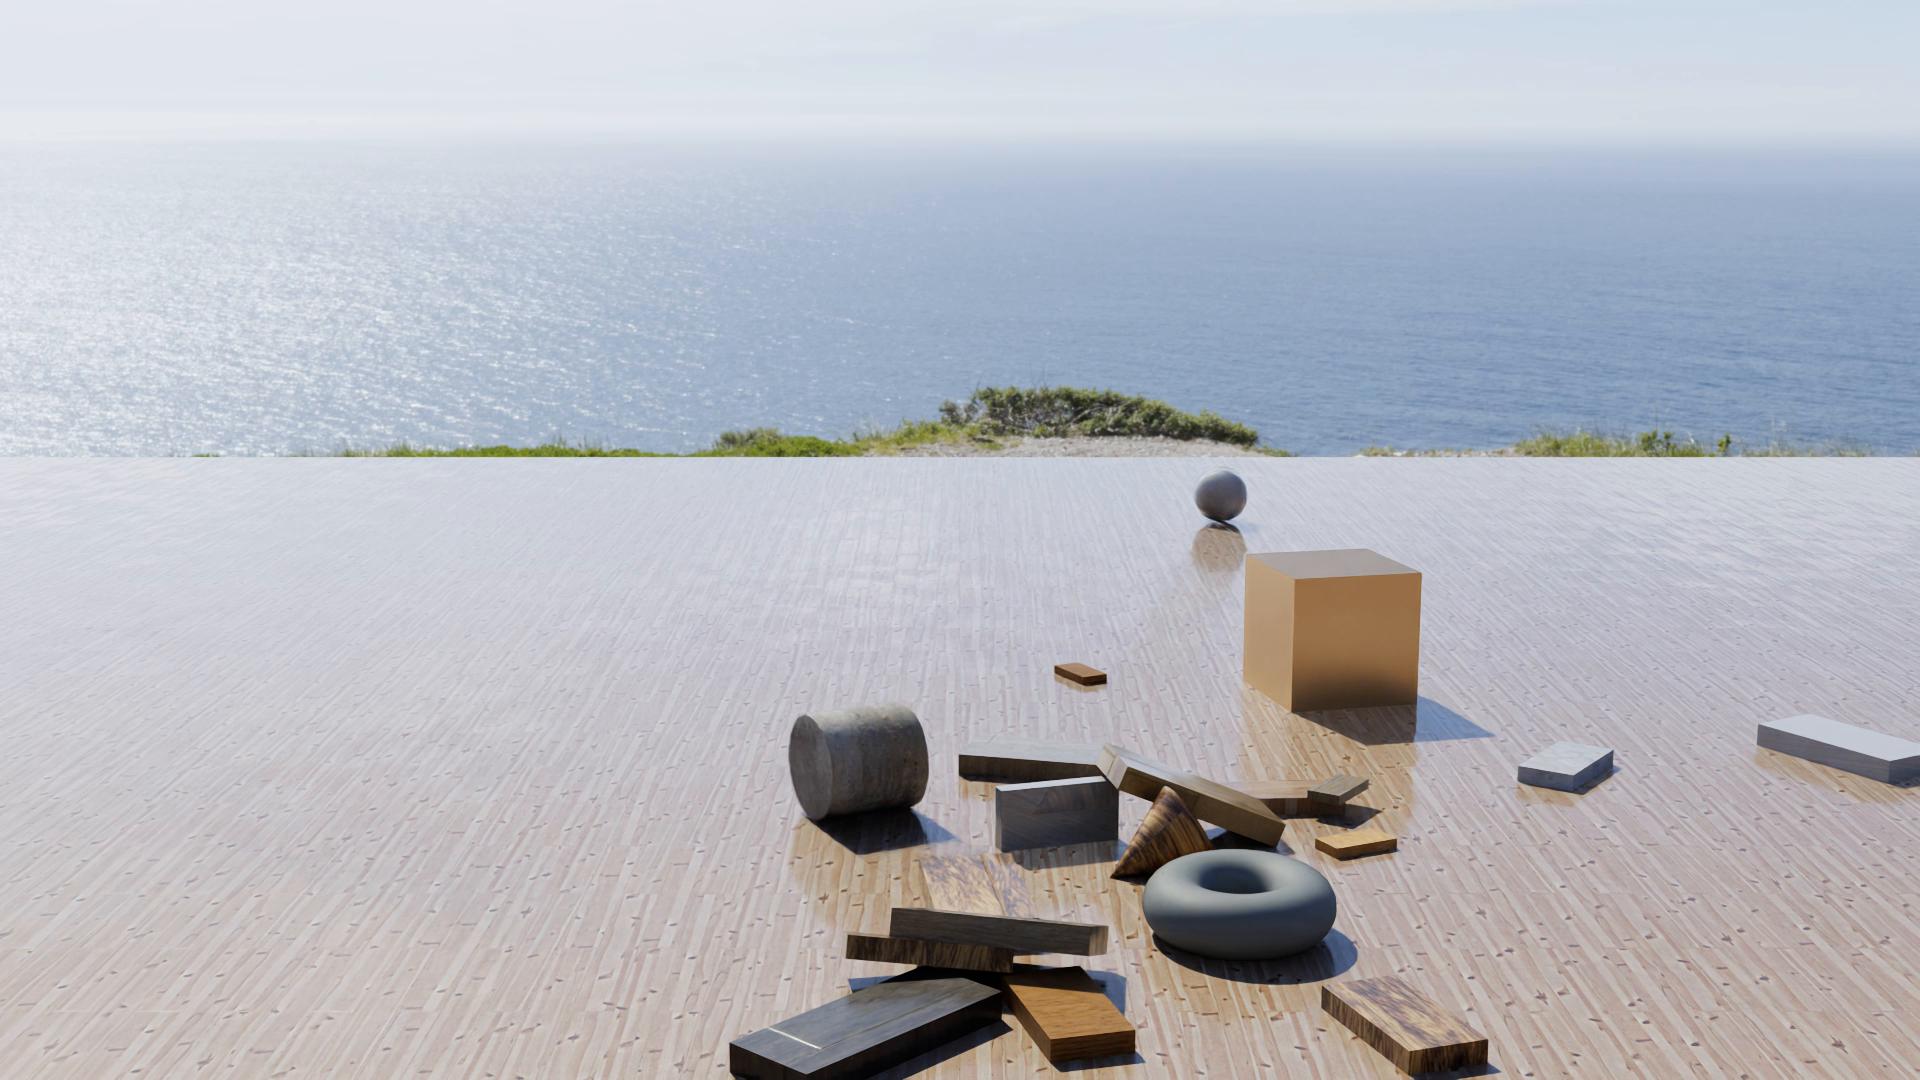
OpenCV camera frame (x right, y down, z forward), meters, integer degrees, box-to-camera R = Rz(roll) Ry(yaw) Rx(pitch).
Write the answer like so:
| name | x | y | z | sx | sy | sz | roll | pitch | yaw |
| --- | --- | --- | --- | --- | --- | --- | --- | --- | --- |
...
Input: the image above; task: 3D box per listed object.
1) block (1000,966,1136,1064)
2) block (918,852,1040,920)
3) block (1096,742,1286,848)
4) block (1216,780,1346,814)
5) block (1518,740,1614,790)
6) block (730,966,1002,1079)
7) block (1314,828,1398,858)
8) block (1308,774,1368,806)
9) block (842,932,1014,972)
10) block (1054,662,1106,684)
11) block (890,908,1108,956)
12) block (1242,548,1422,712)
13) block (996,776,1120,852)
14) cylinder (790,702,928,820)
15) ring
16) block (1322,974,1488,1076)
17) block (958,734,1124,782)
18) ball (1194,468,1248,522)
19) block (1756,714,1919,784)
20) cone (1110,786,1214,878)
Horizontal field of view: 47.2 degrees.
| name | x | y | z | sx | sy | sz | roll | pitch | yaw |
| --- | --- | --- | --- | --- | --- | --- | --- | --- | --- |
| block | 0.150 | 0.672 | 3.130 | 0.123 | 0.035 | 0.246 | -3 | 11 | -15 |
| block | 0.027 | 0.584 | 3.578 | 0.158 | 0.045 | 0.317 | -1 | 11 | -7 |
| block | 0.412 | 0.456 | 3.941 | 0.317 | 0.045 | 0.158 | 21 | 6 | -14 |
| block | 0.604 | 0.485 | 4.147 | 0.223 | 0.032 | 0.112 | -1 | 11 | -3 |
| block | 1.201 | 0.446 | 4.357 | 0.112 | 0.032 | 0.223 | 8 | 13 | 35 |
| block | -0.126 | 0.682 | 3.056 | 0.151 | 0.043 | 0.384 | 10 | 14 | 42 |
| block | 0.702 | 0.538 | 3.900 | 0.130 | 0.018 | 0.065 | -5 | 12 | -25 |
| block | 0.707 | 0.466 | 4.112 | 0.065 | 0.018 | 0.130 | 7 | 13 | 34 |
| block | -0.050 | 0.613 | 3.273 | 0.246 | 0.035 | 0.123 | 6 | -8 | -5 |
| block | 0.280 | 0.311 | 5.122 | 0.065 | 0.018 | 0.130 | -5 | 12 | -27 |
| block | 0.061 | 0.588 | 3.309 | 0.302 | 0.043 | 0.151 | 3 | -8 | 14 |
| block | 0.835 | 0.198 | 4.963 | 0.298 | 0.298 | 0.298 | -3 | 11 | -13 |
| block | 0.174 | 0.487 | 3.920 | 0.223 | 0.112 | 0.032 | -3 | 11 | -18 |
| cylinder | -0.189 | 0.411 | 4.096 | 0.195 | 0.195 | 0.195 | -6 | 12 | -27 |
| ring | 0.441 | 0.575 | 3.476 | 0.306 | 0.102 | 0.306 | -1 | 12 | 0 |
| block | 0.622 | 0.679 | 3.093 | 0.123 | 0.035 | 0.246 | -4 | 11 | -19 |
| block | 0.163 | 0.437 | 4.373 | 0.302 | 0.043 | 0.151 | 3 | 11 | 15 |
| ball | 0.849 | -0.146 | 7.156 | 0.173 | 0.173 | 0.173 | 0 | 11 | 0 |
| block | 1.800 | 0.420 | 4.460 | 0.158 | 0.045 | 0.317 | -6 | 12 | -29 |
| cone | 0.324 | 0.535 | 3.762 | 0.166 | 0.166 | 0.166 | -30 | 18 | -12 |
